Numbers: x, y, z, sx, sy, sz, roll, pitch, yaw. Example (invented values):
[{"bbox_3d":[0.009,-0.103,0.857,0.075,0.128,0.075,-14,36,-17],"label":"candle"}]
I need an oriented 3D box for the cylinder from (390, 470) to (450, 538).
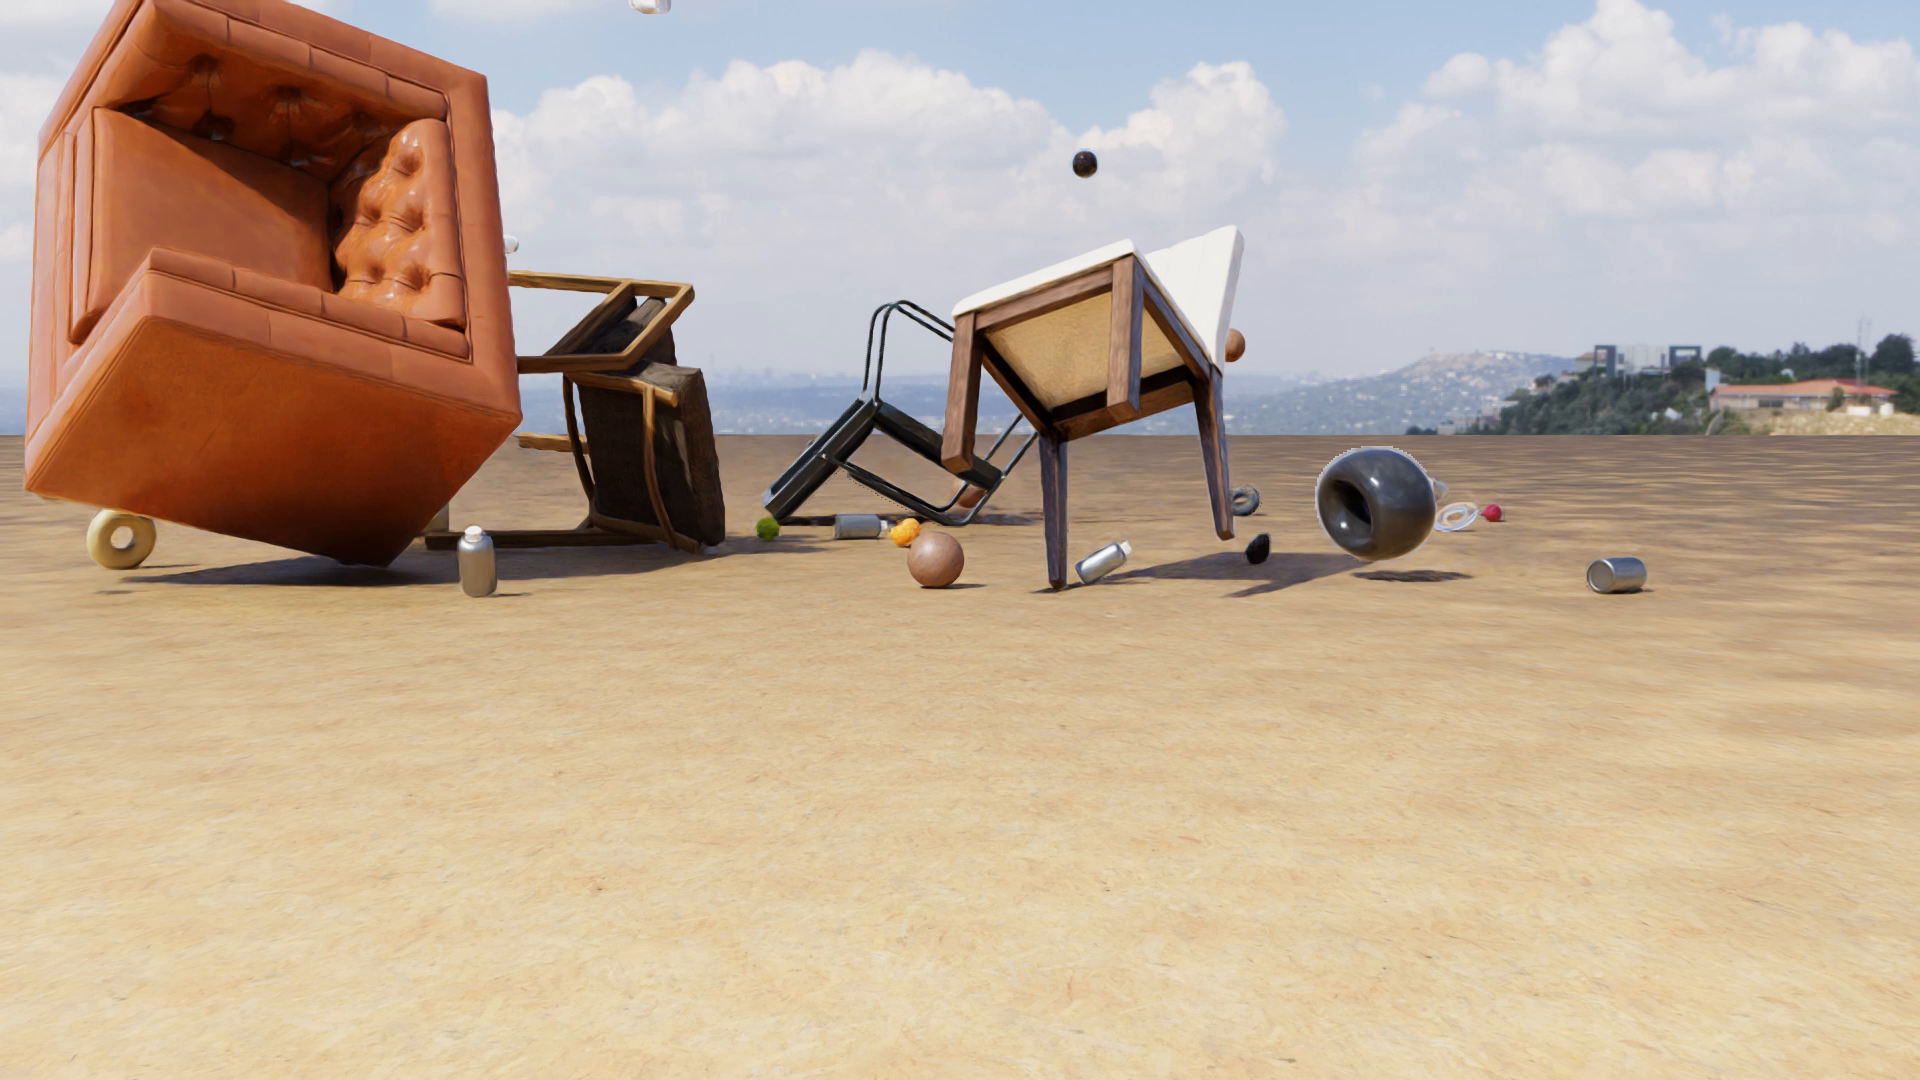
[{"bbox_3d":[-1.637,-0.109,6.653,0.149,0.197,0.205,-4,2,-21],"label":"cylinder"}]

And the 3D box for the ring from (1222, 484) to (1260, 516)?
[{"bbox_3d":[0.999,-0.142,7.819,0.132,0.044,0.184,-23,34,-1],"label":"ring"}]

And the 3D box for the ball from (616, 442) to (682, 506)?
[{"bbox_3d":[-1.188,-0.251,8.392,0.249,0.249,0.249,0,4,0],"label":"ball"}]

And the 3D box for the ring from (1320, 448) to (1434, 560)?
[{"bbox_3d":[0.977,-0.084,5.166,0.169,0.265,0.311,-16,16,-24],"label":"ring"}]

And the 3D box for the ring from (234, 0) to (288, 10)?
[{"bbox_3d":[-1.740,-1.445,5.440,0.265,0.258,0.077,-4,17,5],"label":"ring"}]

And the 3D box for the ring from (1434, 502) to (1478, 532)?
[{"bbox_3d":[1.564,-0.075,6.945,0.156,0.088,0.024,-24,-26,-3],"label":"ring"}]

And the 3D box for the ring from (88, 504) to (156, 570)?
[{"bbox_3d":[-2.089,-0.008,5.483,0.055,0.171,0.176,21,3,42],"label":"ring"}]
